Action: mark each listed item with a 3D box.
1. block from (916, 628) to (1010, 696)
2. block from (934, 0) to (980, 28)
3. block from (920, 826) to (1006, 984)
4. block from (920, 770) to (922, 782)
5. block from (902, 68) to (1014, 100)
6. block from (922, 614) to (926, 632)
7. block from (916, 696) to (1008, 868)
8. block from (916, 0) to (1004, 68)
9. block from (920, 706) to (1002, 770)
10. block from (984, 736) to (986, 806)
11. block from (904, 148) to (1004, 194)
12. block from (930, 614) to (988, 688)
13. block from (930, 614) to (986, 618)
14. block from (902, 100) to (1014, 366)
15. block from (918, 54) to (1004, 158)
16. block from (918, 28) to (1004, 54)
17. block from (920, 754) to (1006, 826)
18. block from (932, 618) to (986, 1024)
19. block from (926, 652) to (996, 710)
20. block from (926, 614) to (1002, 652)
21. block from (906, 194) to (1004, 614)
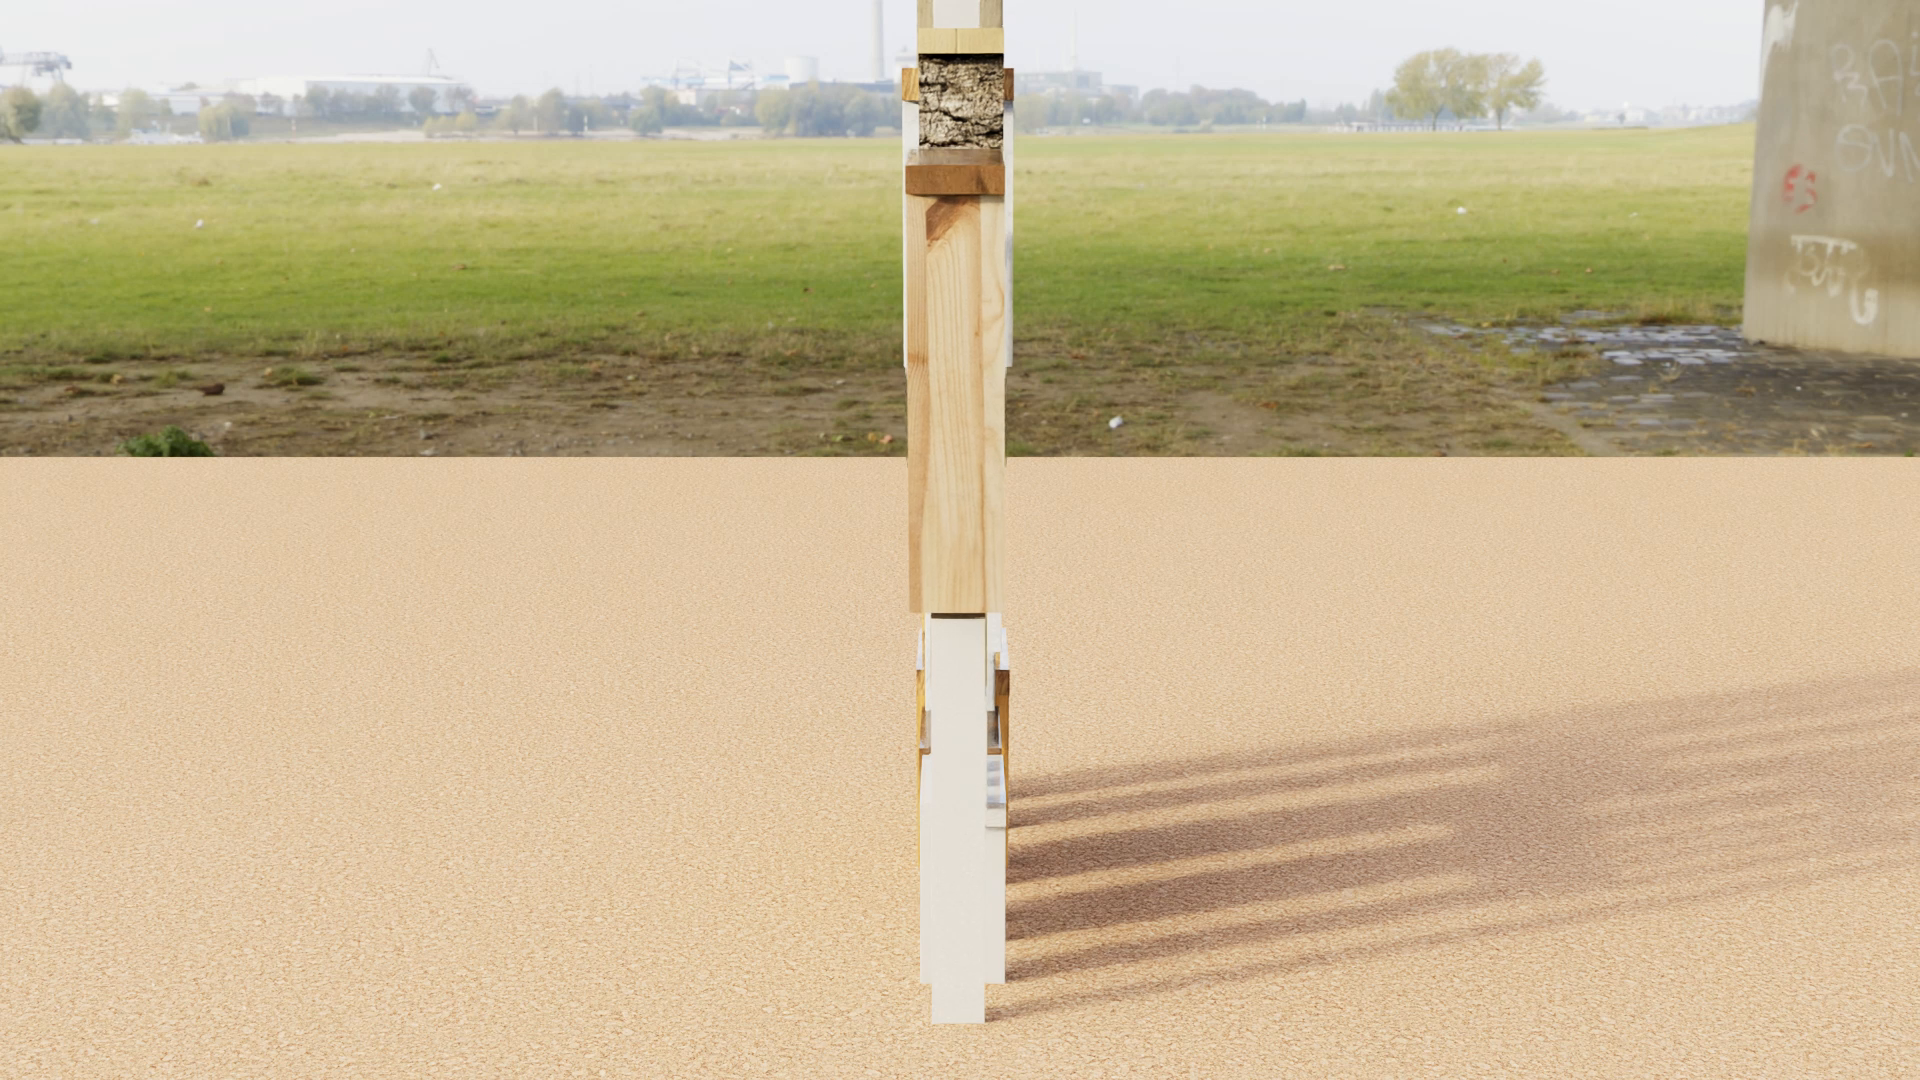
[{"bbox_3d":[0.005,0.212,3.865,0.157,0.044,0.314,0,11,0],"label":"block"},{"bbox_3d":[-0.005,-0.676,3.356,0.070,0.370,0.020,0,10,-1],"label":"block"},{"bbox_3d":[0.004,0.535,3.277,0.126,0.252,0.036,0,11,0],"label":"block"},{"bbox_3d":[0.001,0.484,3.530,0.130,0.260,0.037,0,11,0],"label":"block"},{"bbox_3d":[-0.002,-0.738,3.579,0.174,0.049,0.347,0,11,0],"label":"block"},{"bbox_3d":[0.002,-0.107,3.947,0.143,0.551,0.040,0,11,0],"label":"block"},{"bbox_3d":[0.005,0.407,3.794,0.157,0.314,0.044,0,11,0],"label":"block"},{"bbox_3d":[0.000,-0.885,3.487,0.136,0.273,0.039,0,11,0],"label":"block"},{"bbox_3d":[0.001,0.322,3.588,0.130,0.037,0.260,0,11,0],"label":"block"},{"bbox_3d":[0.003,0.314,3.187,0.072,0.144,0.020,0,11,0],"label":"block"},{"bbox_3d":[-0.007,-0.500,2.973,0.129,0.037,0.258,0,15,0],"label":"block"},{"bbox_3d":[-0.002,-0.008,3.176,0.082,0.452,0.023,0,10,0],"label":"block"},{"bbox_3d":[-0.003,0.039,3.062,0.075,0.149,0.021,0,-33,0],"label":"block"},{"bbox_3d":[-0.003,-0.487,3.507,0.174,0.418,0.049,0,10,0],"label":"block"},{"bbox_3d":[0.002,-0.478,3.160,0.121,0.430,0.034,0,11,0],"label":"block"},{"bbox_3d":[0.002,-0.721,3.197,0.121,0.034,0.241,0,11,0],"label":"block"},{"bbox_3d":[0.004,0.378,3.333,0.126,0.036,0.252,0,11,0],"label":"block"},{"bbox_3d":[-0.002,0.390,3.097,0.075,0.602,0.021,0,9,0],"label":"block"},{"bbox_3d":[0.001,0.138,3.670,0.117,0.295,0.033,0,11,0],"label":"block"},{"bbox_3d":[0.005,0.054,3.305,0.114,0.228,0.032,0,11,0],"label":"block"},{"bbox_3d":[-0.005,-0.181,2.945,0.129,0.563,0.037,0,10,0],"label":"block"}]
